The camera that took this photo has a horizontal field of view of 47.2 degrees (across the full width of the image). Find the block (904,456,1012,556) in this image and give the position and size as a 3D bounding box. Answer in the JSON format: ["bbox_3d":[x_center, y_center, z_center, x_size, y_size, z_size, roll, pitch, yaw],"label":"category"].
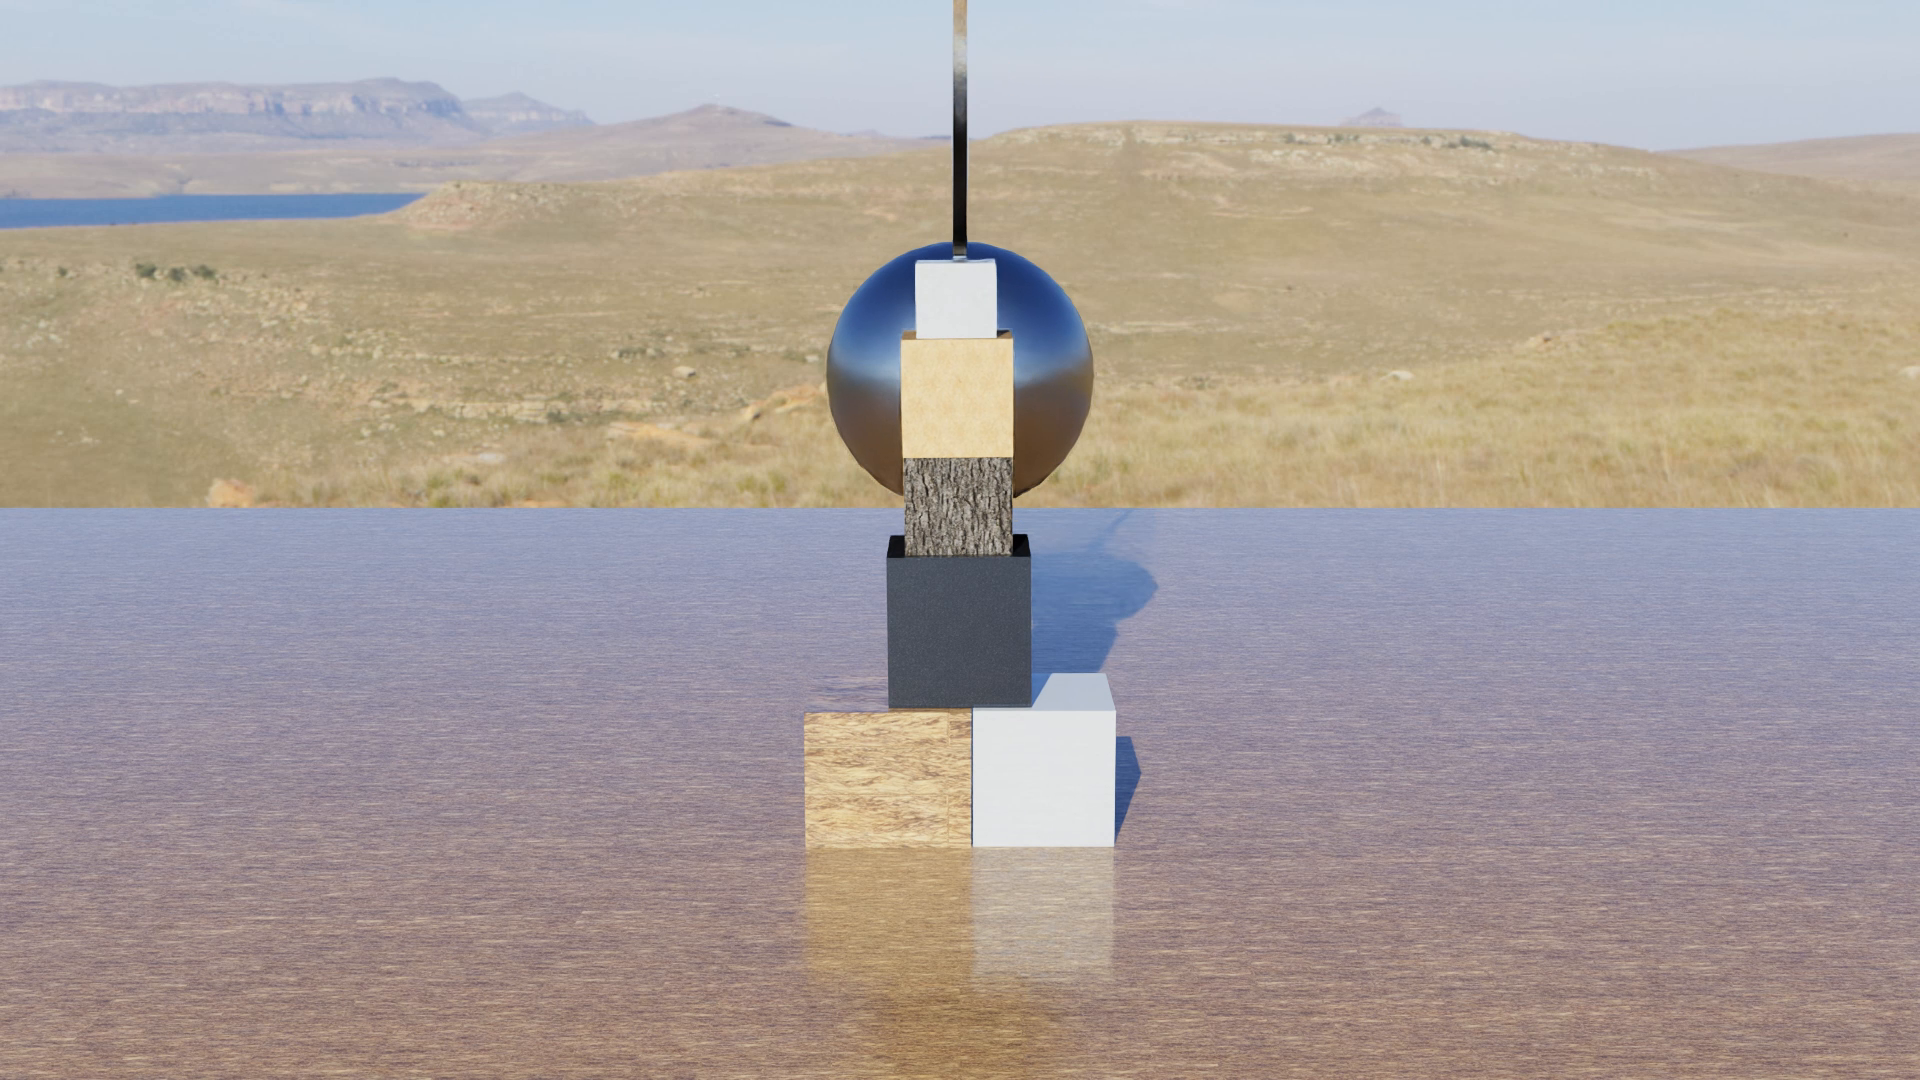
[{"bbox_3d":[-0.008,-0.213,11.153,0.536,0.490,0.504,0,10,0],"label":"block"}]

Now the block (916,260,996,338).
[{"bbox_3d":[-0.019,-1.206,10.968,0.393,0.366,0.362,0,10,0],"label":"block"}]

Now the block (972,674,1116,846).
[{"bbox_3d":[0.421,1.127,11.400,0.710,0.703,0.788,0,10,0],"label":"block"}]

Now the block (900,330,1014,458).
[{"bbox_3d":[-0.013,-0.740,11.056,0.548,0.582,0.521,0,10,0],"label":"block"}]

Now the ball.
[{"bbox_3d":[0.000,-0.976,13.111,1.600,1.600,1.600,0,10,0],"label":"ball"}]

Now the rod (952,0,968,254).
[{"bbox_3d":[0.000,-3.904,11.384,0.080,5.200,0.080,0,31,0],"label":"rod"}]

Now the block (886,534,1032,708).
[{"bbox_3d":[-0.003,0.406,11.258,0.717,0.767,0.634,0,10,0],"label":"block"}]

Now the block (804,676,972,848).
[{"bbox_3d":[-0.360,1.134,11.370,0.832,0.700,0.766,0,10,0],"label":"block"}]
